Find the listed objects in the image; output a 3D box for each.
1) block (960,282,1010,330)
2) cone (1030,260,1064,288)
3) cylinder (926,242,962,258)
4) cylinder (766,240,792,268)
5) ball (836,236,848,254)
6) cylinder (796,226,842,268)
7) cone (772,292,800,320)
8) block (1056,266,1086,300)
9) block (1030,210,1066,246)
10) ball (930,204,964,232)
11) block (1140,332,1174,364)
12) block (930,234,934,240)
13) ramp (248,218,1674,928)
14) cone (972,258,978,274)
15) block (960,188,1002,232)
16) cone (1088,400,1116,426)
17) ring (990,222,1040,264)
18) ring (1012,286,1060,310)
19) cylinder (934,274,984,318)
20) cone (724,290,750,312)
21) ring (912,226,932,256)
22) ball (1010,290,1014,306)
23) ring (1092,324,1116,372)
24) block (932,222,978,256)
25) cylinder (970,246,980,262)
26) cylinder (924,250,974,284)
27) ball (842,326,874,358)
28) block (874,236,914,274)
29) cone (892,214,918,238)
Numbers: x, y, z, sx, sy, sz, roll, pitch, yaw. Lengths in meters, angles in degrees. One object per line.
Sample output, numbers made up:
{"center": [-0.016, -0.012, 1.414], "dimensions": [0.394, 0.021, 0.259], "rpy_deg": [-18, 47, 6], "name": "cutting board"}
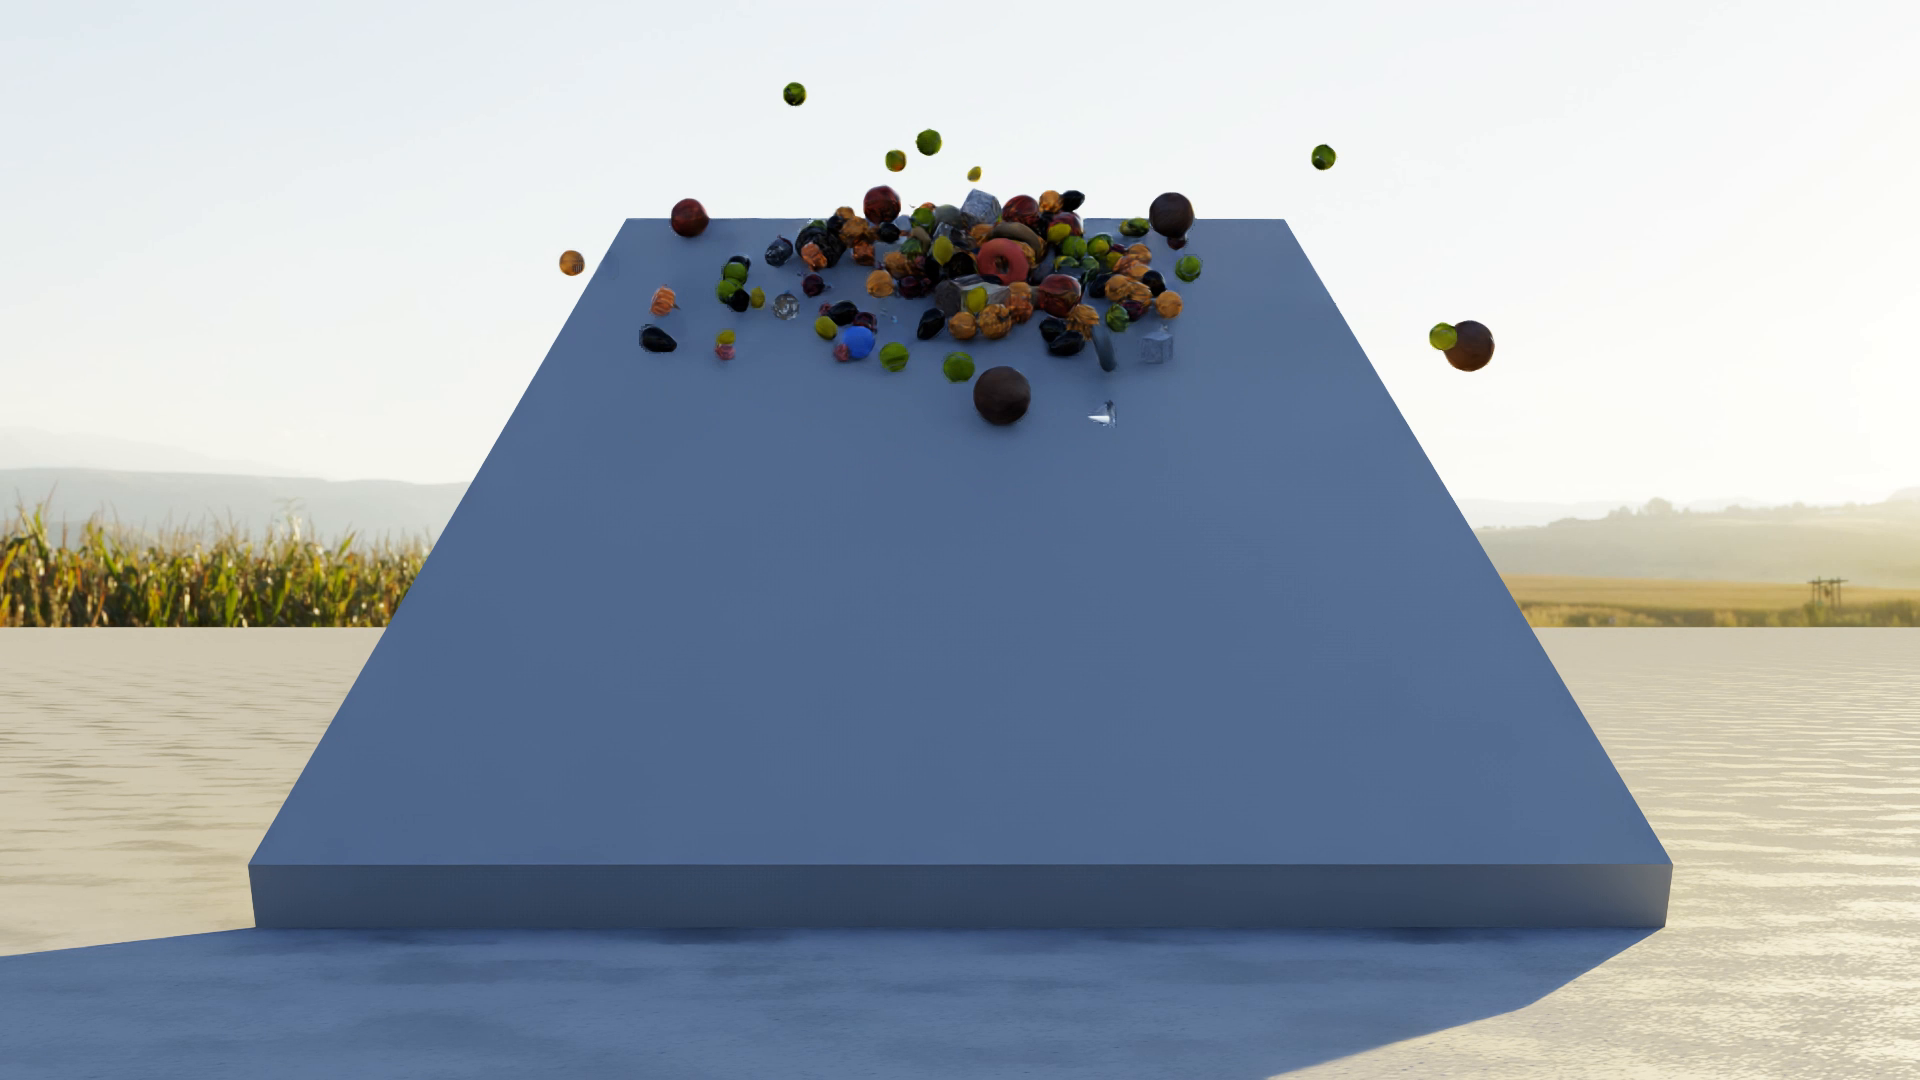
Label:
{"center": [0.064, -0.598, 5.818], "dimensions": [0.091, 0.091, 0.091], "rpy_deg": [16, 26, 36], "name": "block"}
{"center": [0.242, -0.681, 5.994], "dimensions": [0.082, 0.082, 0.082], "rpy_deg": [35, 7, 14], "name": "cone"}
{"center": [-0.039, -0.752, 6.068], "dimensions": [0.072, 0.072, 0.072], "rpy_deg": [1, -5, -31], "name": "cylinder"}
{"center": [-0.507, -0.801, 6.384], "dimensions": [0.061, 0.061, 0.061], "rpy_deg": [0, 21, 11], "name": "cylinder"}
{"center": [-0.349, -0.837, 6.487], "dimensions": [0.056, 0.056, 0.056], "rpy_deg": [0, -2, 0], "name": "ball"}
{"center": [-0.395, -0.819, 6.382], "dimensions": [0.099, 0.099, 0.099], "rpy_deg": [1, 18, -29], "name": "cylinder"}
{"center": [-0.450, -0.598, 5.887], "dimensions": [0.069, 0.069, 0.069], "rpy_deg": [0, -2, -8], "name": "cone"}
{"center": [0.294, -0.680, 6.051], "dimensions": [0.064, 0.064, 0.064], "rpy_deg": [8, 34, 15], "name": "block"}
{"center": [0.252, -0.888, 6.493], "dimensions": [0.064, 0.064, 0.064], "rpy_deg": [-38, -36, 28], "name": "block"}
{"center": [-0.036, -0.897, 6.415], "dimensions": [0.094, 0.094, 0.094], "rpy_deg": [0, -2, 0], "name": "ball"}
{"center": [0.477, -0.466, 5.522], "dimensions": [0.058, 0.058, 0.058], "rpy_deg": [12, 24, 29], "name": "block"}
{"center": [-0.048, -0.832, 6.465], "dimensions": [0.064, 0.064, 0.064], "rpy_deg": [18, 27, 39], "name": "block"}
{"center": [-0.006, -0.215, 5.085], "dimensions": [2.000, 0.100, 4.000], "rpy_deg": [0, 21, 0], "name": "ramp"}
{"center": [0.002, -0.717, 6.077], "dimensions": [0.066, 0.066, 0.066], "rpy_deg": [-2, 14, 37], "name": "cone"}
{"center": [0.059, -0.922, 6.369], "dimensions": [0.077, 0.077, 0.077], "rpy_deg": [24, -12, 24], "name": "block"}
{"center": [0.305, -0.274, 4.999], "dimensions": [0.057, 0.057, 0.057], "rpy_deg": [-7, -4, 18], "name": "cone"}
{"center": [0.150, -0.814, 6.286], "dimensions": [0.149, 0.050, 0.149], "rpy_deg": [15, -41, 13], "name": "ring"}
{"center": [0.198, -0.636, 5.981], "dimensions": [0.134, 0.045, 0.134], "rpy_deg": [2, 19, -1], "name": "ring"}
{"center": [0.004, -0.631, 5.892], "dimensions": [0.100, 0.100, 0.100], "rpy_deg": [-19, 11, -41], "name": "cylinder"}
{"center": [-0.592, -0.624, 5.932], "dimensions": [0.061, 0.061, 0.061], "rpy_deg": [11, 6, 42], "name": "cone"}
{"center": [-0.103, -0.819, 6.254], "dimensions": [0.030, 0.089, 0.089], "rpy_deg": [-28, 4, -11], "name": "ring"}
{"center": [0.110, -0.630, 5.936], "dimensions": [0.064, 0.064, 0.064], "rpy_deg": [0, -2, 0], "name": "ball"}
{"center": [0.340, -0.456, 5.397], "dimensions": [0.039, 0.118, 0.118], "rpy_deg": [-16, -3, 3], "name": "ring"}
{"center": [-0.021, -0.812, 6.271], "dimensions": [0.084, 0.084, 0.084], "rpy_deg": [22, 10, -30], "name": "block"}
{"center": [0.030, -0.803, 6.366], "dimensions": [0.051, 0.051, 0.051], "rpy_deg": [-1, -12, 16], "name": "cylinder"}
{"center": [-0.028, -0.712, 5.980], "dimensions": [0.092, 0.092, 0.092], "rpy_deg": [2, 10, -38], "name": "cylinder"}
{"center": [-0.247, -0.481, 5.529], "dimensions": [0.079, 0.079, 0.079], "rpy_deg": [0, -2, 0], "name": "ball"}
{"center": [-0.183, -0.794, 6.339], "dimensions": [0.083, 0.083, 0.083], "rpy_deg": [9, 23, 23], "name": "block"}
{"center": [-0.127, -0.871, 6.451], "dimensions": [0.093, 0.093, 0.093], "rpy_deg": [2, 9, -44], "name": "cone"}
